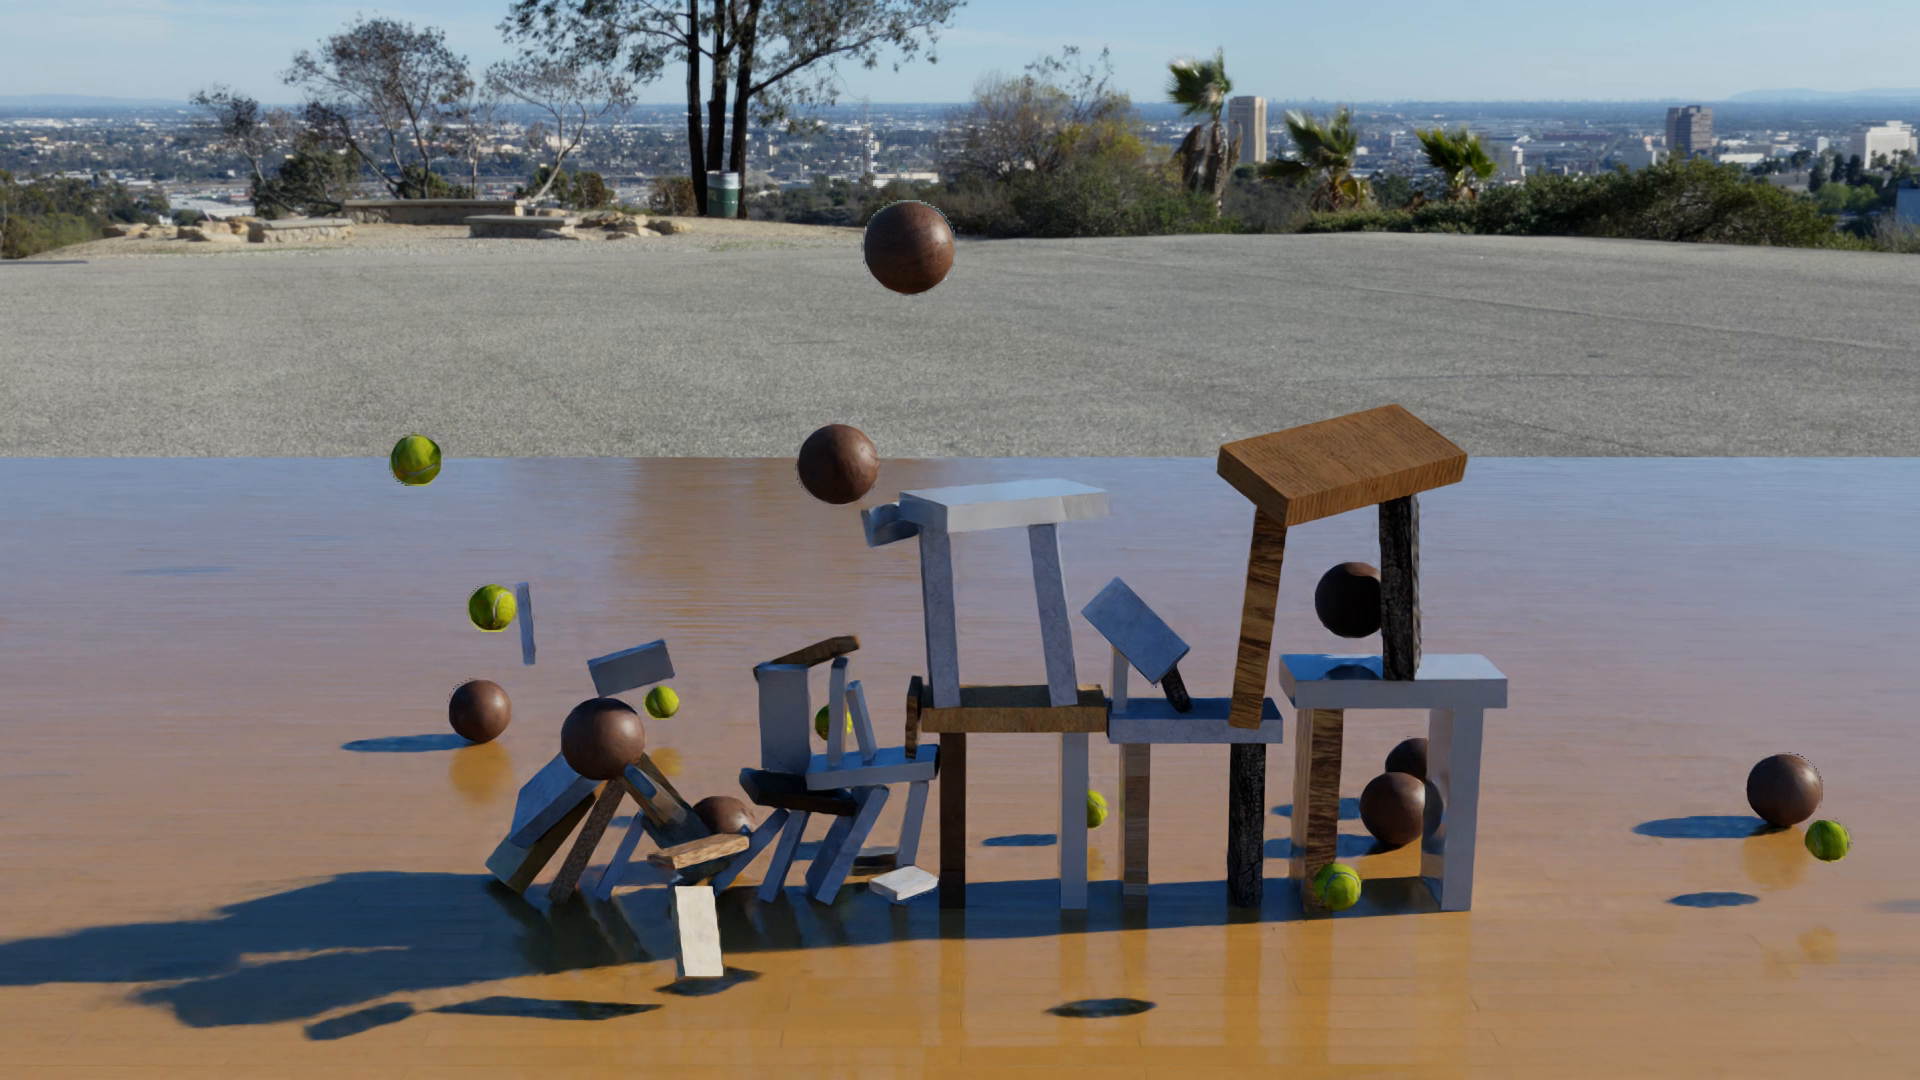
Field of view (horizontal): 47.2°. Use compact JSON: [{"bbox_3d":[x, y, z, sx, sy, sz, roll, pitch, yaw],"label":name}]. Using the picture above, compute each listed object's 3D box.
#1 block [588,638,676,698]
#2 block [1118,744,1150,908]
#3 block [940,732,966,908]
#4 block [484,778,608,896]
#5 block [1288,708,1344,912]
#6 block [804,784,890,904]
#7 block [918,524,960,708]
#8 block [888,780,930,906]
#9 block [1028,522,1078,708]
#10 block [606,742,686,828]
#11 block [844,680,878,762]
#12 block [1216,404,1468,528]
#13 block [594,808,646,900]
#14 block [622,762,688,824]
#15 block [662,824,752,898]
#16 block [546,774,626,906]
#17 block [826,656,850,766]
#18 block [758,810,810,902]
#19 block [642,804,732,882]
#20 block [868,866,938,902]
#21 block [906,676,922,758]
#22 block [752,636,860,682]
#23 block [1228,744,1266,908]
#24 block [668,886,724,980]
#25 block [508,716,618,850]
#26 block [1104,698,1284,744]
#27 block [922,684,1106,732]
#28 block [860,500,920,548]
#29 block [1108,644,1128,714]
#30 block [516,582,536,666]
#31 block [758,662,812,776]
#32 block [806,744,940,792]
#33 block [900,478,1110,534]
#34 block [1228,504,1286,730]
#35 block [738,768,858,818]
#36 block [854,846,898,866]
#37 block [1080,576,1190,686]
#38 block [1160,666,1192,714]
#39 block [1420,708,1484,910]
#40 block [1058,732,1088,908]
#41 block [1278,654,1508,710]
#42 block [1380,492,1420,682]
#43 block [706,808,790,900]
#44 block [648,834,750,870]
[{"bbox_3d":[-0.524,0.205,3.507,0.125,0.063,0.018,-16,29,-4],"label":"block"},{"bbox_3d":[0.287,0.453,3.642,0.040,0.280,0.140,0,11,0],"label":"block"},{"bbox_3d":[-0.011,0.443,3.644,0.042,0.298,0.149,0,11,0],"label":"block"},{"bbox_3d":[-0.699,0.480,3.725,0.034,0.239,0.120,44,-13,-28],"label":"block"},{"bbox_3d":[0.588,0.423,3.635,0.048,0.340,0.170,1,11,0],"label":"block"},{"bbox_3d":[-0.188,0.491,3.653,0.030,0.211,0.106,27,3,-17],"label":"block"},{"bbox_3d":[-0.035,0.105,3.568,0.043,0.301,0.150,-4,14,-3],"label":"block"},{"bbox_3d":[-0.083,0.486,3.645,0.030,0.211,0.106,10,10,-2],"label":"block"},{"bbox_3d":[0.152,0.106,3.580,0.043,0.301,0.150,-7,10,4],"label":"block"},{"bbox_3d":[-0.511,0.397,3.577,0.019,0.132,0.066,-38,3,36],"label":"block"},{"bbox_3d":[-0.163,0.297,3.625,0.017,0.122,0.061,-12,10,8],"label":"block"},{"bbox_3d":[0.587,-0.118,3.374,0.346,0.049,0.173,-14,37,-27],"label":"block"},{"bbox_3d":[-0.557,0.517,3.657,0.022,0.157,0.078,28,9,-5],"label":"block"},{"bbox_3d":[-0.448,0.371,3.230,0.063,0.018,0.125,43,-7,-30],"label":"block"},{"bbox_3d":[-0.416,0.533,3.633,0.157,0.022,0.078,-37,5,25],"label":"block"},{"bbox_3d":[-0.607,0.479,3.644,0.034,0.239,0.120,28,9,-5],"label":"block"},{"bbox_3d":[-0.201,0.281,3.621,0.023,0.163,0.081,3,11,2],"label":"block"},{"bbox_3d":[-0.285,0.506,3.648,0.025,0.176,0.088,22,13,4],"label":"block"},{"bbox_3d":[-0.443,0.488,3.561,0.078,0.022,0.157,-17,40,-31],"label":"block"},{"bbox_3d":[-0.085,0.516,3.308,0.053,0.015,0.106,19,14,31],"label":"block"},{"bbox_3d":[-0.075,0.289,3.582,0.017,0.121,0.061,5,31,5],"label":"block"},{"bbox_3d":[-0.254,0.196,3.643,0.163,0.023,0.081,-21,-8,24],"label":"block"},{"bbox_3d":[0.474,0.453,3.642,0.040,0.280,0.140,0,11,0],"label":"block"},{"bbox_3d":[-0.385,0.572,3.202,0.066,0.132,0.019,10,-28,-40],"label":"block"},{"bbox_3d":[-0.659,0.404,3.655,0.034,0.239,0.120,34,33,-25],"label":"block"},{"bbox_3d":[0.381,0.296,3.613,0.280,0.040,0.140,0,11,0],"label":"block"},{"bbox_3d":[0.087,0.276,3.612,0.298,0.042,0.149,0,11,0],"label":"block"},{"bbox_3d":[-0.111,-0.028,3.507,0.017,0.061,0.121,-12,2,34],"label":"block"},{"bbox_3d":[0.260,0.194,3.597,0.023,0.166,0.083,1,11,0],"label":"block"},{"bbox_3d":[-0.692,0.133,3.509,0.018,0.125,0.063,-6,6,-9],"label":"block"},{"bbox_3d":[-0.288,0.298,3.626,0.081,0.203,0.023,2,26,3],"label":"block"},{"bbox_3d":[-0.142,0.374,3.621,0.212,0.030,0.106,-6,10,4],"label":"block"},{"bbox_3d":[0.072,-0.057,3.503,0.301,0.043,0.150,-6,13,-30],"label":"block"},{"bbox_3d":[0.476,0.080,3.481,0.049,0.414,0.173,7,32,7],"label":"block"},{"bbox_3d":[-0.266,0.414,3.601,0.176,0.025,0.088,11,14,-28],"label":"block"},{"bbox_3d":[-0.130,0.544,3.787,0.106,0.015,0.053,-1,-27,-6],"label":"block"},{"bbox_3d":[0.281,0.145,3.516,0.166,0.083,0.023,45,-2,19],"label":"block"},{"bbox_3d":[0.332,0.195,3.599,0.023,0.166,0.083,-23,13,-3],"label":"block"},{"bbox_3d":[0.813,0.422,3.640,0.048,0.340,0.170,1,11,0],"label":"block"},{"bbox_3d":[0.186,0.443,3.644,0.042,0.298,0.149,0,11,0],"label":"block"},{"bbox_3d":[0.705,0.231,3.602,0.340,0.048,0.170,0,11,-1],"label":"block"},{"bbox_3d":[0.711,0.039,3.551,0.049,0.346,0.173,0,10,15],"label":"block"},{"bbox_3d":[-0.354,0.519,3.629,0.025,0.176,0.088,43,21,-1],"label":"block"},{"bbox_3d":[-0.378,0.449,3.176,0.132,0.019,0.066,-10,5,-42],"label":"block"}]
